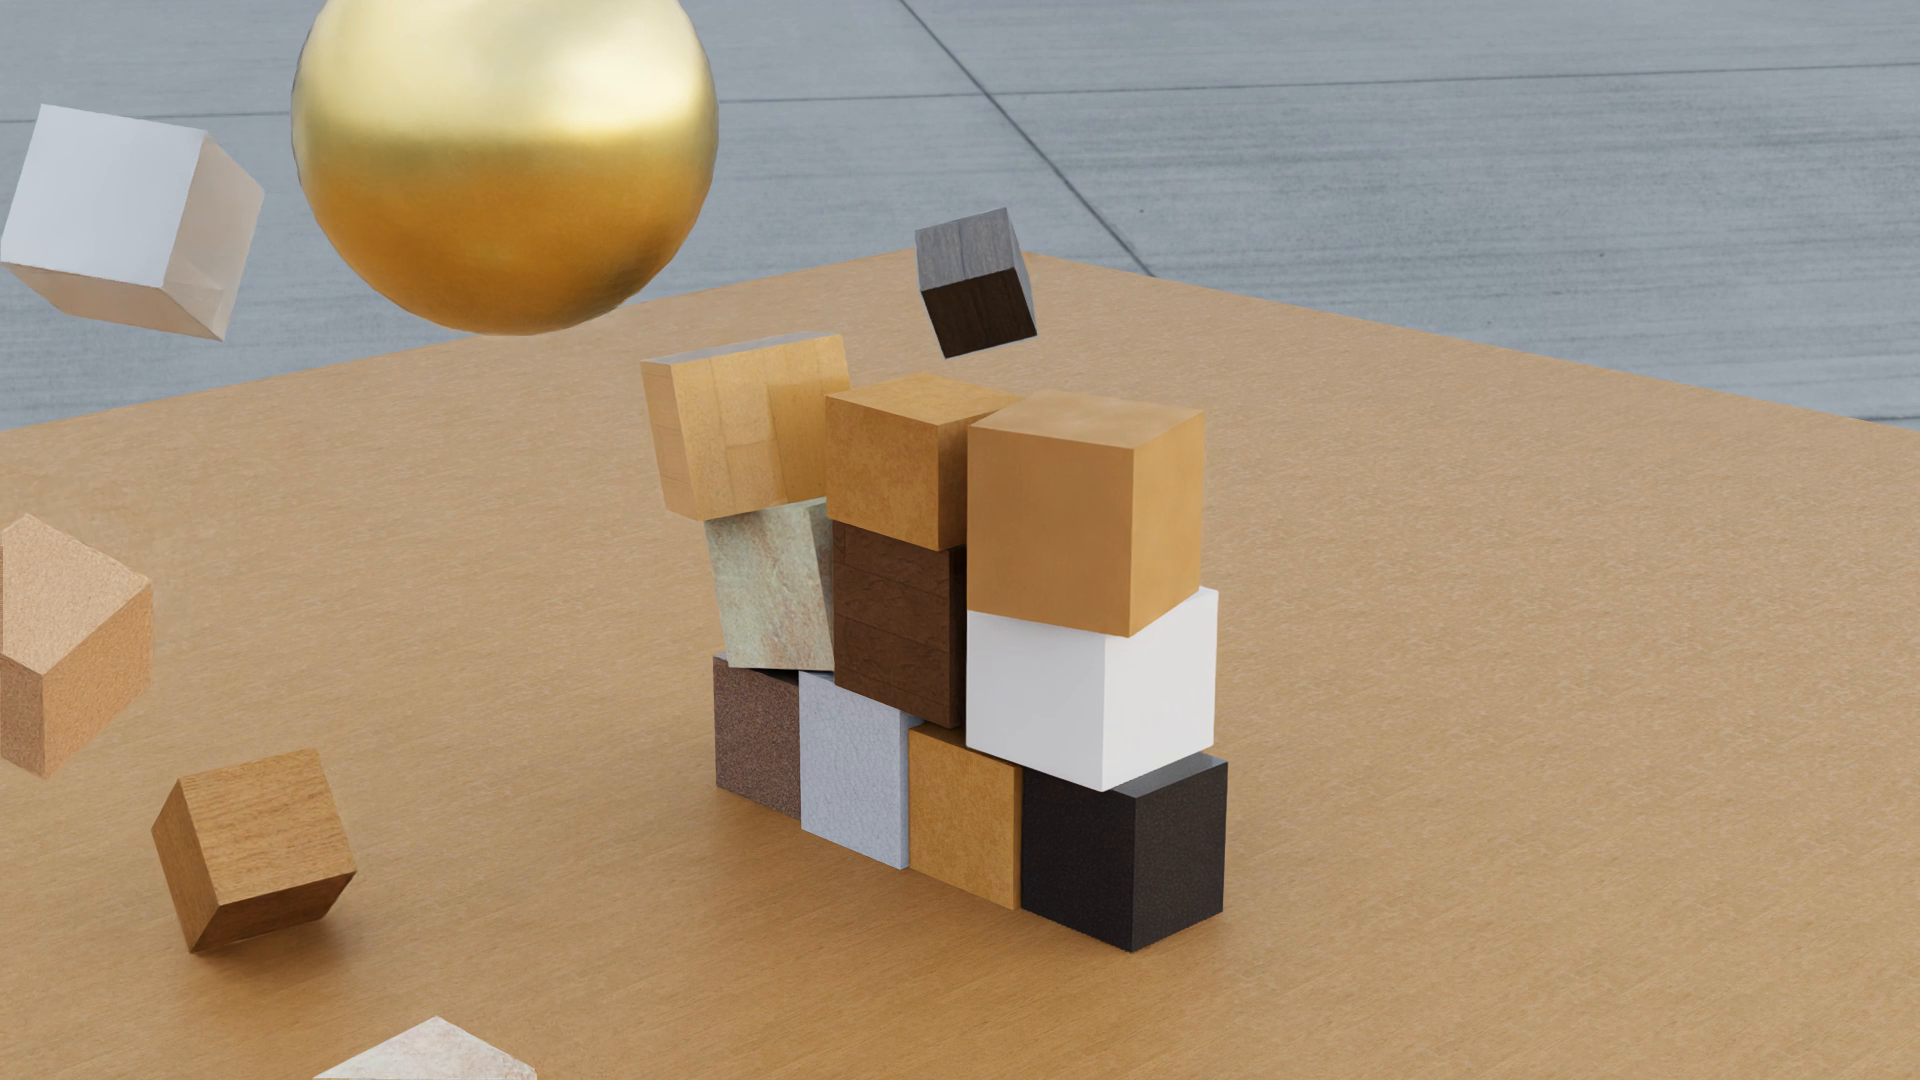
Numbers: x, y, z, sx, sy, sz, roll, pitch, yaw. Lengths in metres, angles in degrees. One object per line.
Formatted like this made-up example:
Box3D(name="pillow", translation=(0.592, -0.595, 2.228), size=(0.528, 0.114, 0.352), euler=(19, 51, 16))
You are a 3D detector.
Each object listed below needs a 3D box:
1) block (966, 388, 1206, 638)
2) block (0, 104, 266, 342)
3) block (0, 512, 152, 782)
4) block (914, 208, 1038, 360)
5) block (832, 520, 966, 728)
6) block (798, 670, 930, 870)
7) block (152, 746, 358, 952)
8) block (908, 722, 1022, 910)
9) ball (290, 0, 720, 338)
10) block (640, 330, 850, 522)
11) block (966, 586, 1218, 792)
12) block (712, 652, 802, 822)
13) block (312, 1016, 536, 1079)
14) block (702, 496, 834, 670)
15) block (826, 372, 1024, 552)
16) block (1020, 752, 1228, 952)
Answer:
Box3D(name="block", translation=(0.540, -0.129, 12.576), size=(0.767, 0.816, 0.731), euler=(9, 19, 26))
Box3D(name="block", translation=(-3.359, -1.283, 11.927), size=(0.708, 0.670, 0.671), euler=(10, -13, 10))
Box3D(name="block", translation=(-3.244, 0.370, 10.289), size=(0.550, 0.537, 0.579), euler=(26, 43, 12))
Box3D(name="block", translation=(0.070, -1.154, 13.164), size=(0.429, 0.407, 0.440), euler=(-14, 43, 7))
Box3D(name="block", translation=(-0.027, 0.278, 13.405), size=(0.792, 0.825, 0.769), euler=(-16, 23, -41))
Box3D(name="block", translation=(-0.233, 0.980, 13.887), size=(0.679, 0.803, 0.798), euler=(17, 24, 42))
Box3D(name="block", translation=(-3.052, 1.337, 12.651), size=(0.607, 0.583, 0.629), euler=(-12, -19, -31))
Box3D(name="block", translation=(0.251, 1.180, 13.447), size=(0.666, 0.685, 0.708), euler=(17, 24, 42))
Box3D(name="ball", translation=(-1.709, -1.567, 11.058), size=(1.600, 1.600, 1.600), euler=(0, 17, 0))
Box3D(name="block", translation=(-0.994, -0.557, 13.998), size=(0.825, 0.737, 0.771), euler=(-12, 8, -16))
Box3D(name="block", translation=(0.578, 0.569, 12.924), size=(0.788, 0.723, 0.767), euler=(15, 23, 40))
Box3D(name="block", translation=(-0.706, 0.884, 14.389), size=(0.723, 0.685, 0.684), euler=(-17, 24, -42))
Box3D(name="block", translation=(-1.862, 2.153, 10.402), size=(0.587, 0.603, 0.535), euler=(17, 30, 42))
Box3D(name="block", translation=(-0.610, 0.144, 14.048), size=(0.829, 0.771, 0.791), euler=(-16, 10, -42))
Box3D(name="block", translation=(-0.132, -0.362, 13.116), size=(0.610, 0.568, 0.716), euler=(-17, 24, -42))
Box3D(name="block", translation=(0.725, 1.307, 12.978), size=(0.659, 0.718, 0.613), euler=(17, 23, 42))
